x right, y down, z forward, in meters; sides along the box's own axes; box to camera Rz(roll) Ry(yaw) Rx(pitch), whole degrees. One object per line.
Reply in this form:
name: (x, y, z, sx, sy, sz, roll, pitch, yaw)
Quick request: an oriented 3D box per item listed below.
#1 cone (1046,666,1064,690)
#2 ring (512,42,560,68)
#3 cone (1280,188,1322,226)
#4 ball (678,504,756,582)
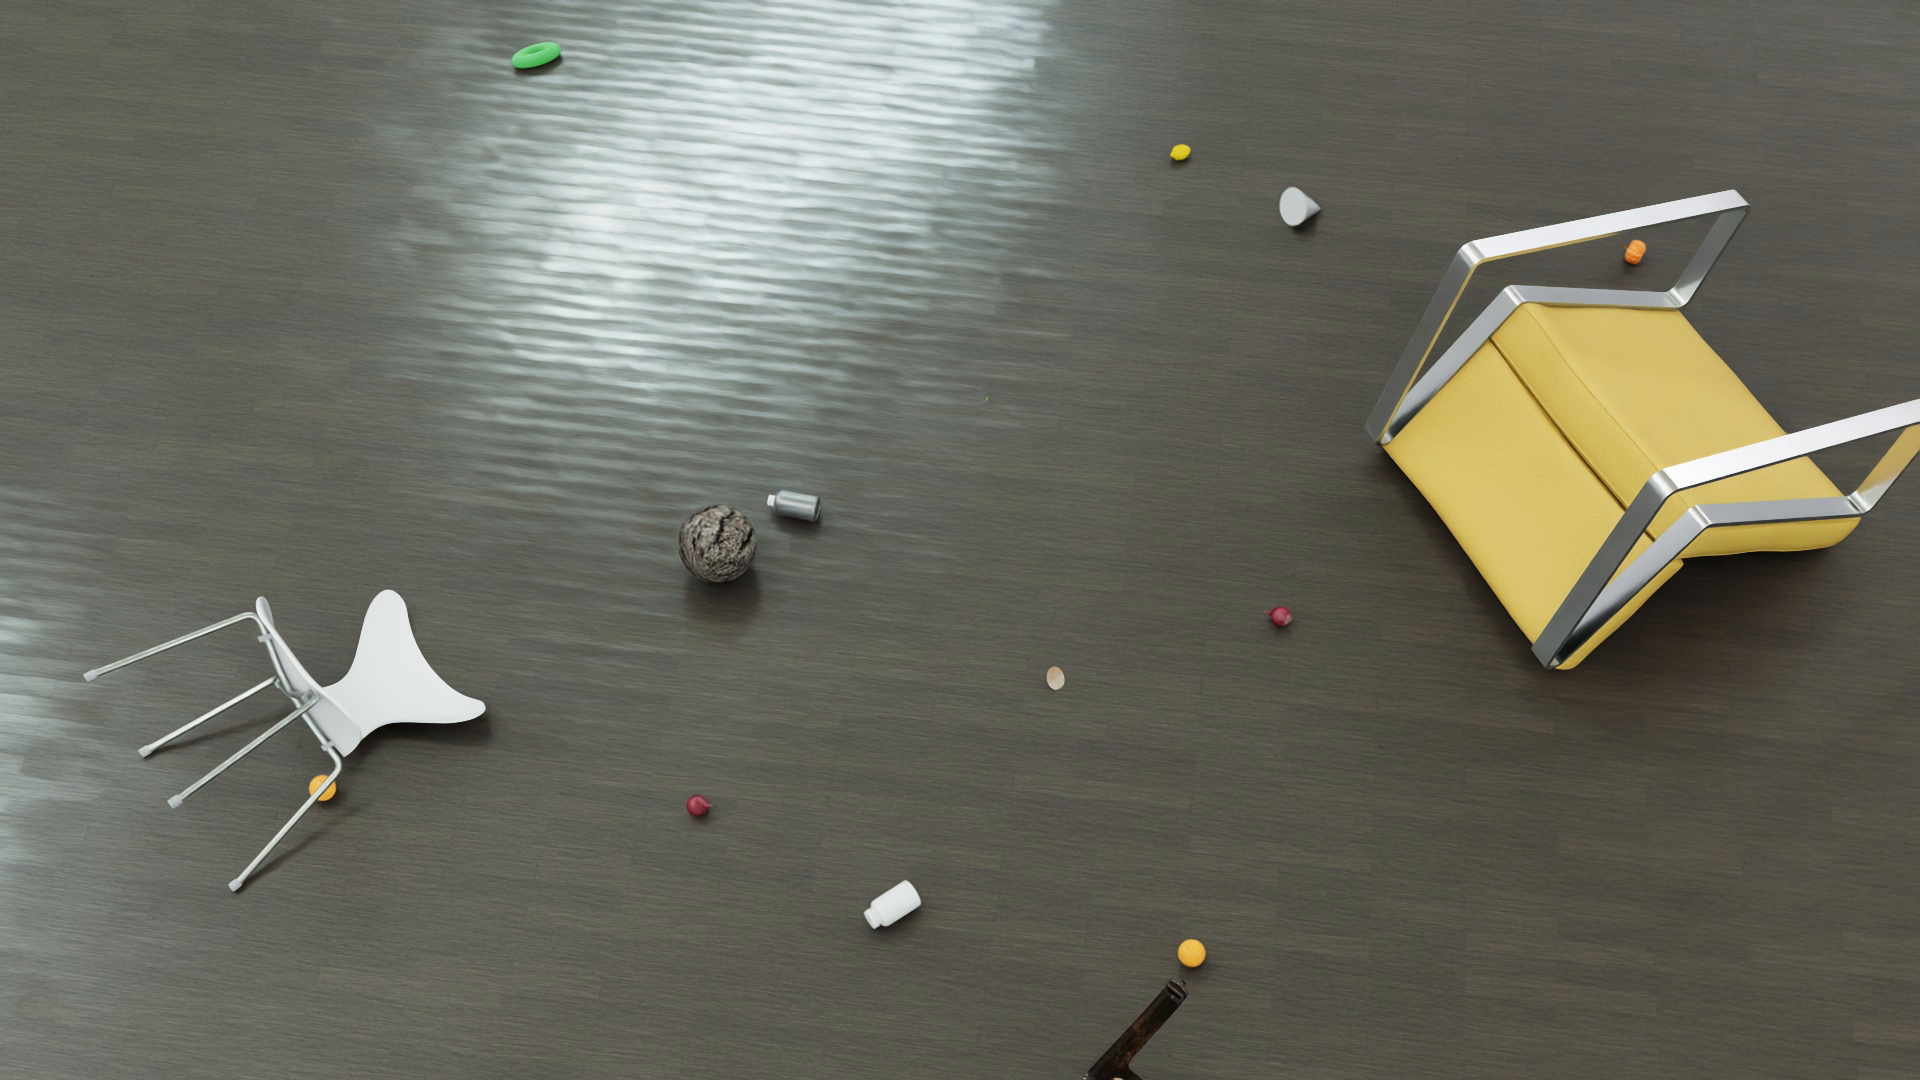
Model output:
cone: (0.263, 0.392, 6.294, 0.056, 0.071, 0.041, -35, 22, -22)
ring: (-1.479, -1.692, 7.676, 0.180, 0.057, 0.062, -21, 56, -14)
cone: (1.150, -1.099, 7.278, 0.124, 0.119, 0.141, -1, 39, -32)
ball: (-0.709, 0.011, 6.429, 0.230, 0.230, 0.230, 0, 56, 0)
